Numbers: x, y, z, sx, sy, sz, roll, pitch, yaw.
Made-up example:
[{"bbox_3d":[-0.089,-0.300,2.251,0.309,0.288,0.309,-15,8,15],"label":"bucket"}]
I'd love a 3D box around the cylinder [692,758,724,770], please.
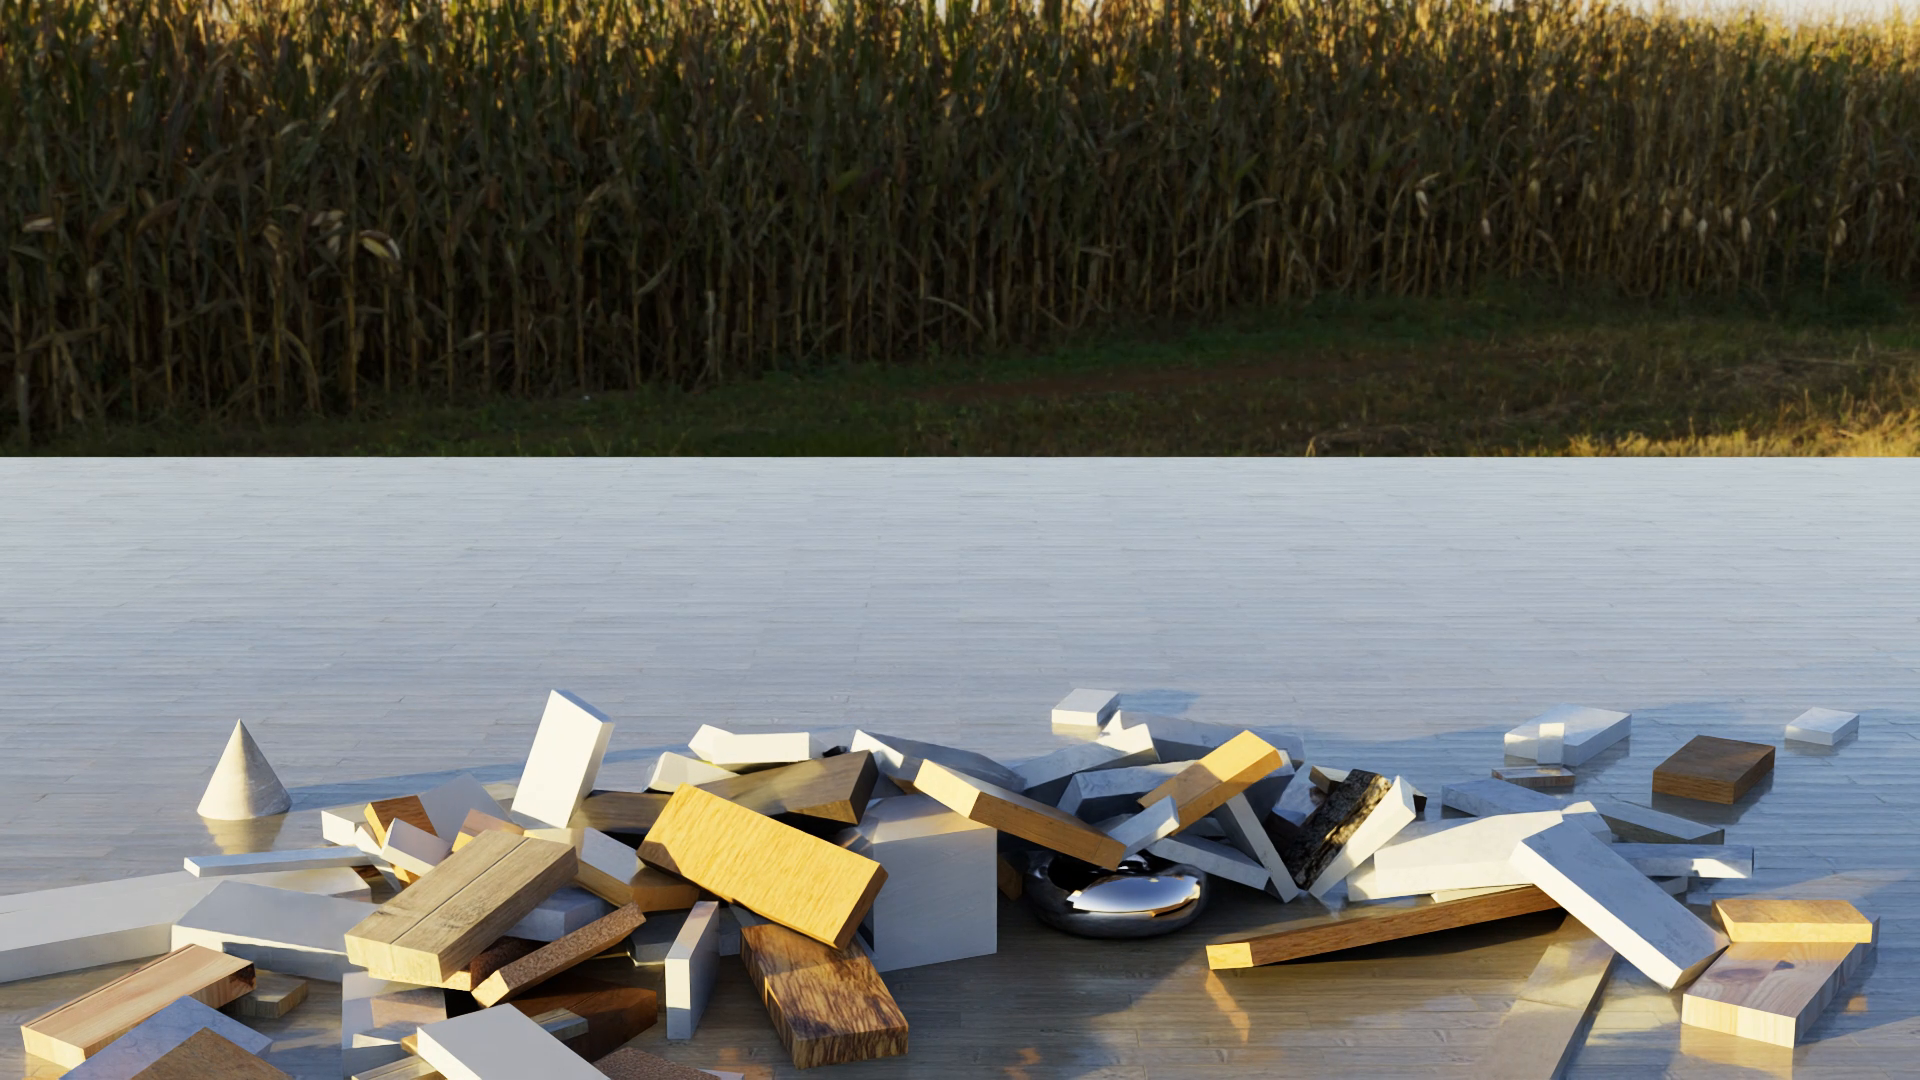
[{"bbox_3d":[-0.427,0.471,3.926,0.141,0.141,0.141,6,12,29],"label":"cylinder"}]

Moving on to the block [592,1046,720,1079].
[{"bbox_3d":[-0.475,0.734,2.764,0.167,0.047,0.334,8,13,35],"label":"block"}]

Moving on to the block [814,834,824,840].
[{"bbox_3d":[-0.280,0.521,3.655,0.264,0.037,0.132,13,12,6],"label":"block"}]

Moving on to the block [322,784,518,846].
[{"bbox_3d":[-0.950,0.496,3.961,0.344,0.049,0.172,-6,4,-34],"label":"block"}]

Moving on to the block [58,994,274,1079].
[{"bbox_3d":[-1.035,0.693,2.866,0.141,0.040,0.282,25,15,8],"label":"block"}]

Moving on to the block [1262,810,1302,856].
[{"bbox_3d":[0.550,0.512,3.884,0.112,0.016,0.056,29,66,39],"label":"block"}]

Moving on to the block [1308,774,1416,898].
[{"bbox_3d":[0.662,0.493,3.655,0.031,0.221,0.110,43,19,-9],"label":"block"}]

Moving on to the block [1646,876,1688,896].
[{"bbox_3d":[1.112,0.577,3.666,0.191,0.027,0.095,-7,13,-34],"label":"block"}]

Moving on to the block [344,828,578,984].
[{"bbox_3d":[-0.721,0.529,3.207,0.164,0.047,0.329,6,23,25],"label":"block"}]

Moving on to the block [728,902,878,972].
[{"bbox_3d":[-0.243,0.600,3.372,0.140,0.040,0.280,-5,22,-24],"label":"block"}]

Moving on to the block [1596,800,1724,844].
[{"bbox_3d":[1.236,0.511,3.906,0.104,0.029,0.208,-8,13,-36],"label":"block"}]

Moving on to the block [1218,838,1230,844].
[{"bbox_3d":[0.428,0.517,3.857,0.127,0.018,0.063,-4,11,-22],"label":"block"}]

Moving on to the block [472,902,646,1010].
[{"bbox_3d":[-0.576,0.598,3.162,0.235,0.033,0.117,-23,-12,-39],"label":"block"}]

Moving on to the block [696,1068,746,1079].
[{"bbox_3d":[-0.340,0.721,2.925,0.097,0.014,0.049,2,11,13],"label":"block"}]

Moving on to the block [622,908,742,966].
[{"bbox_3d":[-0.402,0.616,3.438,0.235,0.033,0.117,-4,11,-20],"label":"block"}]

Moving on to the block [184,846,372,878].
[{"bbox_3d":[-1.103,0.527,3.613,0.327,0.016,0.058,2,8,-42],"label":"block"}]

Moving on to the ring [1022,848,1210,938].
[{"bbox_3d":[0.252,0.560,3.554,0.305,0.102,0.305,-1,9,0],"label":"ring"}]

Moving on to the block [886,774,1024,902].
[{"bbox_3d":[-0.005,0.480,3.646,0.038,0.266,0.133,-45,22,-7],"label":"block"}]

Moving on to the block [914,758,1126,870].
[{"bbox_3d":[0.096,0.432,3.447,0.316,0.045,0.158,25,-1,-35],"label":"block"}]

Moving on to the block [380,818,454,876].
[{"bbox_3d":[-0.861,0.530,3.630,0.185,0.026,0.092,29,16,-16],"label":"block"}]

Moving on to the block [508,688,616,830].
[{"bbox_3d":[-0.667,0.385,3.685,0.121,0.241,0.034,28,15,29],"label":"block"}]

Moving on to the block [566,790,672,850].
[{"bbox_3d":[-0.497,0.466,3.603,0.264,0.037,0.132,3,23,11],"label":"block"}]

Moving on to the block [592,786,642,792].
[{"bbox_3d":[-0.582,0.488,4.050,0.263,0.037,0.131,1,7,-20],"label":"block"}]

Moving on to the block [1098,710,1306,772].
[{"bbox_3d":[0.407,0.388,3.850,0.347,0.173,0.049,10,51,-17],"label":"block"}]

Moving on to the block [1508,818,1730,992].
[{"bbox_3d":[1.009,0.555,3.373,0.154,0.044,0.308,-11,41,-44],"label":"block"}]

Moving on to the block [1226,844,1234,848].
[{"bbox_3d":[0.441,0.539,3.869,0.099,0.028,0.197,1,11,6],"label":"block"}]

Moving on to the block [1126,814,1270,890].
[{"bbox_3d":[0.384,0.507,3.580,0.223,0.032,0.112,21,4,-25],"label":"block"}]

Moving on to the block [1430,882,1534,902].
[{"bbox_3d":[0.884,0.548,3.669,0.217,0.031,0.108,-11,19,-3],"label":"block"}]

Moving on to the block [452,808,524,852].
[{"bbox_3d":[-0.714,0.523,3.655,0.241,0.034,0.121,22,9,-8],"label":"block"}]

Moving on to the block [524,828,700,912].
[{"bbox_3d":[-0.543,0.509,3.410,0.269,0.038,0.135,18,8,40],"label":"block"}]

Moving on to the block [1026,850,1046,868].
[{"bbox_3d":[0.211,0.557,3.775,0.185,0.026,0.092,-2,11,-9],"label":"block"}]

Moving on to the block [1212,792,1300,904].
[{"bbox_3d":[0.475,0.491,3.637,0.032,0.223,0.112,-35,20,-11],"label":"block"}]

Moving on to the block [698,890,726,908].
[{"bbox_3d":[-0.497,0.548,3.669,0.241,0.034,0.121,13,12,5],"label":"block"}]

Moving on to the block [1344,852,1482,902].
[{"bbox_3d":[0.747,0.547,3.645,0.217,0.031,0.108,-7,19,7],"label":"block"}]

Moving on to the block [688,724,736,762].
[{"bbox_3d":[-0.327,0.442,4.022,0.354,0.177,0.050,11,59,46],"label":"block"}]

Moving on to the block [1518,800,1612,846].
[{"bbox_3d":[0.968,0.493,3.690,0.217,0.031,0.108,-10,19,0],"label":"block"}]

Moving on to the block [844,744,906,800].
[{"bbox_3d":[-0.109,0.464,3.639,0.038,0.266,0.133,-31,9,18],"label":"block"}]

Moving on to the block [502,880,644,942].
[{"bbox_3d":[-0.599,0.558,3.391,0.164,0.047,0.328,4,3,20],"label":"block"}]

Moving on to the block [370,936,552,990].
[{"bbox_3d":[-0.709,0.603,3.319,0.164,0.047,0.393,3,3,18],"label":"block"}]

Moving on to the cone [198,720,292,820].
[{"bbox_3d":[-1.348,0.417,4.131,0.171,0.171,0.171,0,11,0],"label":"cone"}]

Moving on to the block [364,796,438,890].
[{"bbox_3d":[-0.913,0.514,3.671,0.092,0.026,0.184,-4,52,-48],"label":"block"}]

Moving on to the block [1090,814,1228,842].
[{"bbox_3d":[0.334,0.491,3.701,0.223,0.032,0.112,7,-22,-33],"label":"block"}]

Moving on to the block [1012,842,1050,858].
[{"bbox_3d":[0.205,0.489,3.880,0.238,0.034,0.119,-7,42,2],"label":"block"}]

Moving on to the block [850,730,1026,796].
[{"bbox_3d":[-0.034,0.369,3.599,0.266,0.038,0.133,15,5,-39],"label":"block"}]

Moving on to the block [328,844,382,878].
[{"bbox_3d":[-1.043,0.548,3.734,0.116,0.058,0.016,-5,8,-26],"label":"block"}]
